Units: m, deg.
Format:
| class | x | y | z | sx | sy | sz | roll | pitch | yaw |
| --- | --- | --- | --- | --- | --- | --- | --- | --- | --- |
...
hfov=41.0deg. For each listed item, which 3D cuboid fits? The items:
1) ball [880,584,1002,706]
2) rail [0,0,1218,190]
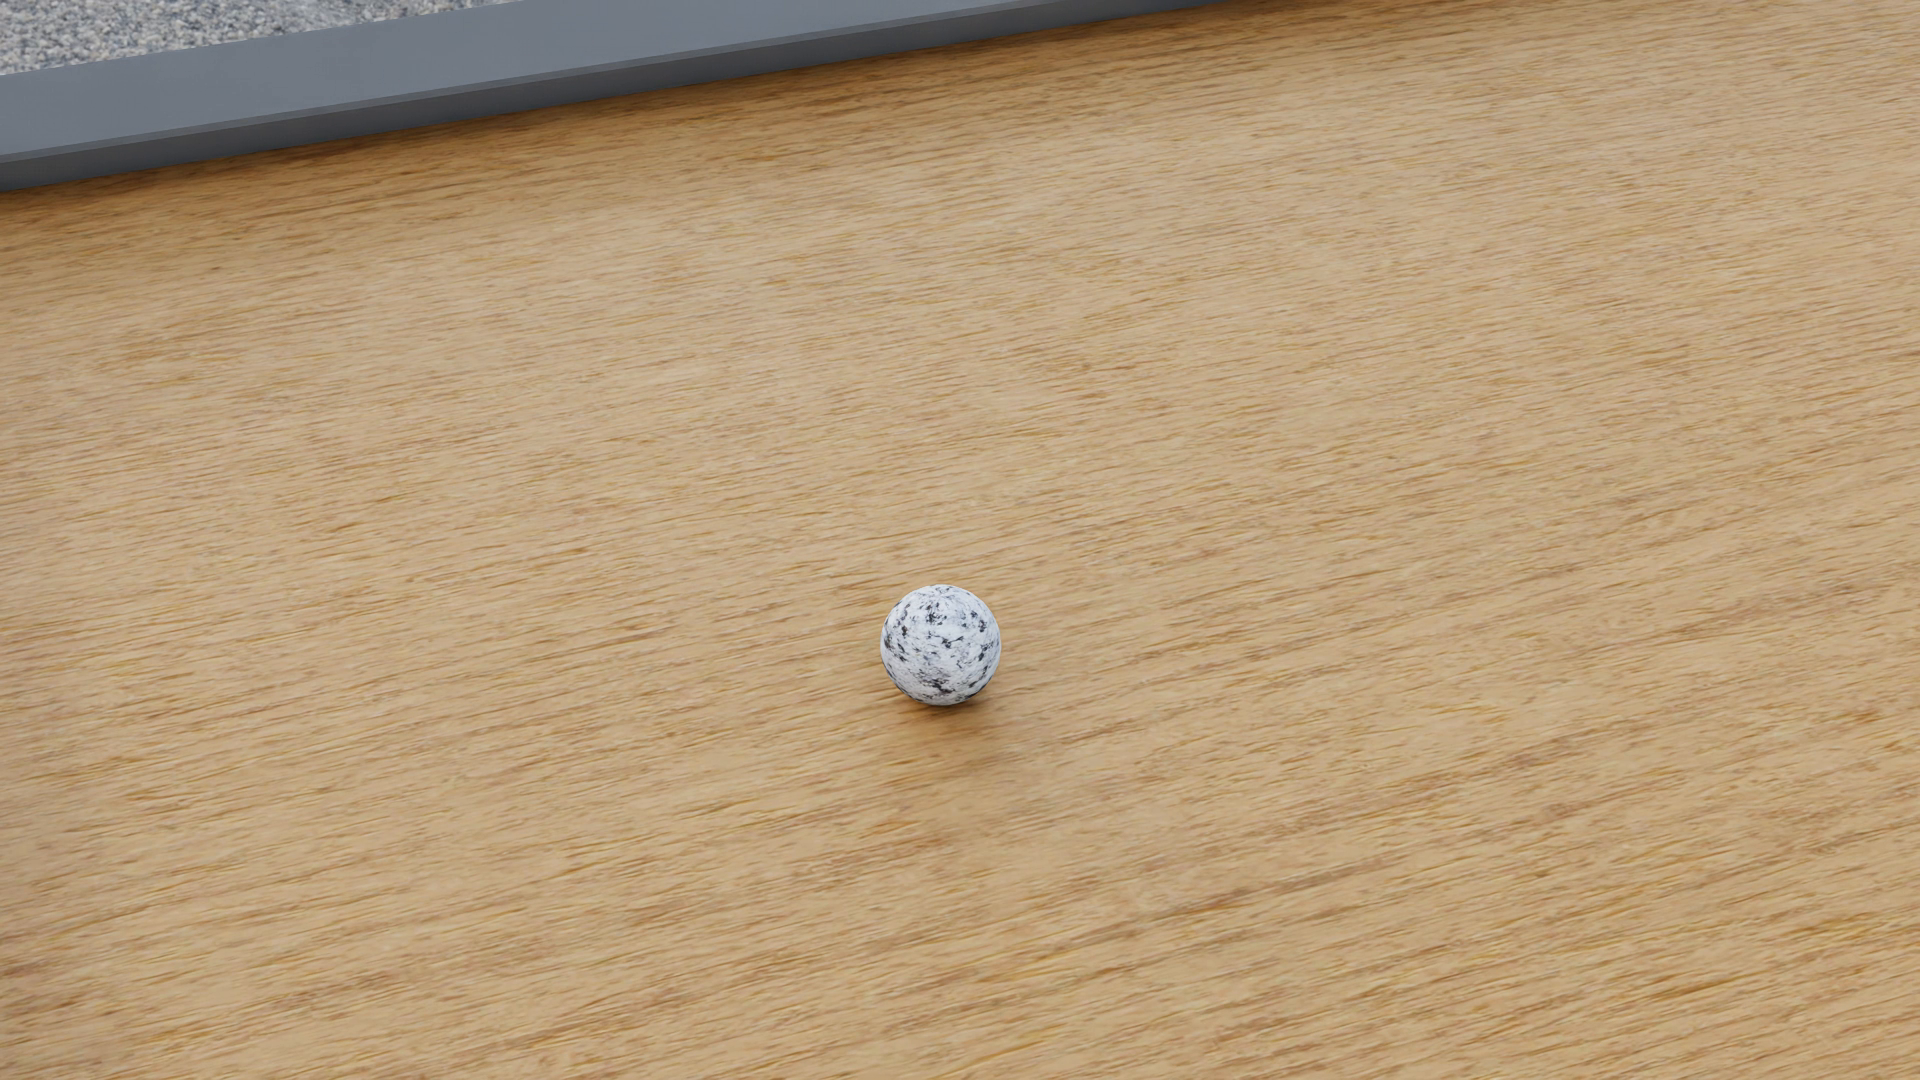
| class | x | y | z | sx | sy | sz | roll | pitch | yaw |
| --- | --- | --- | --- | --- | --- | --- | --- | --- | --- |
| ball | -0.011 | 0.060 | 1.468 | 0.069 | 0.069 | 0.069 | 0 | 35 | 0 |
| rail | 0.368 | -0.534 | 2.279 | 2.613 | 0.094 | 0.045 | -12 | 37 | -16 |
